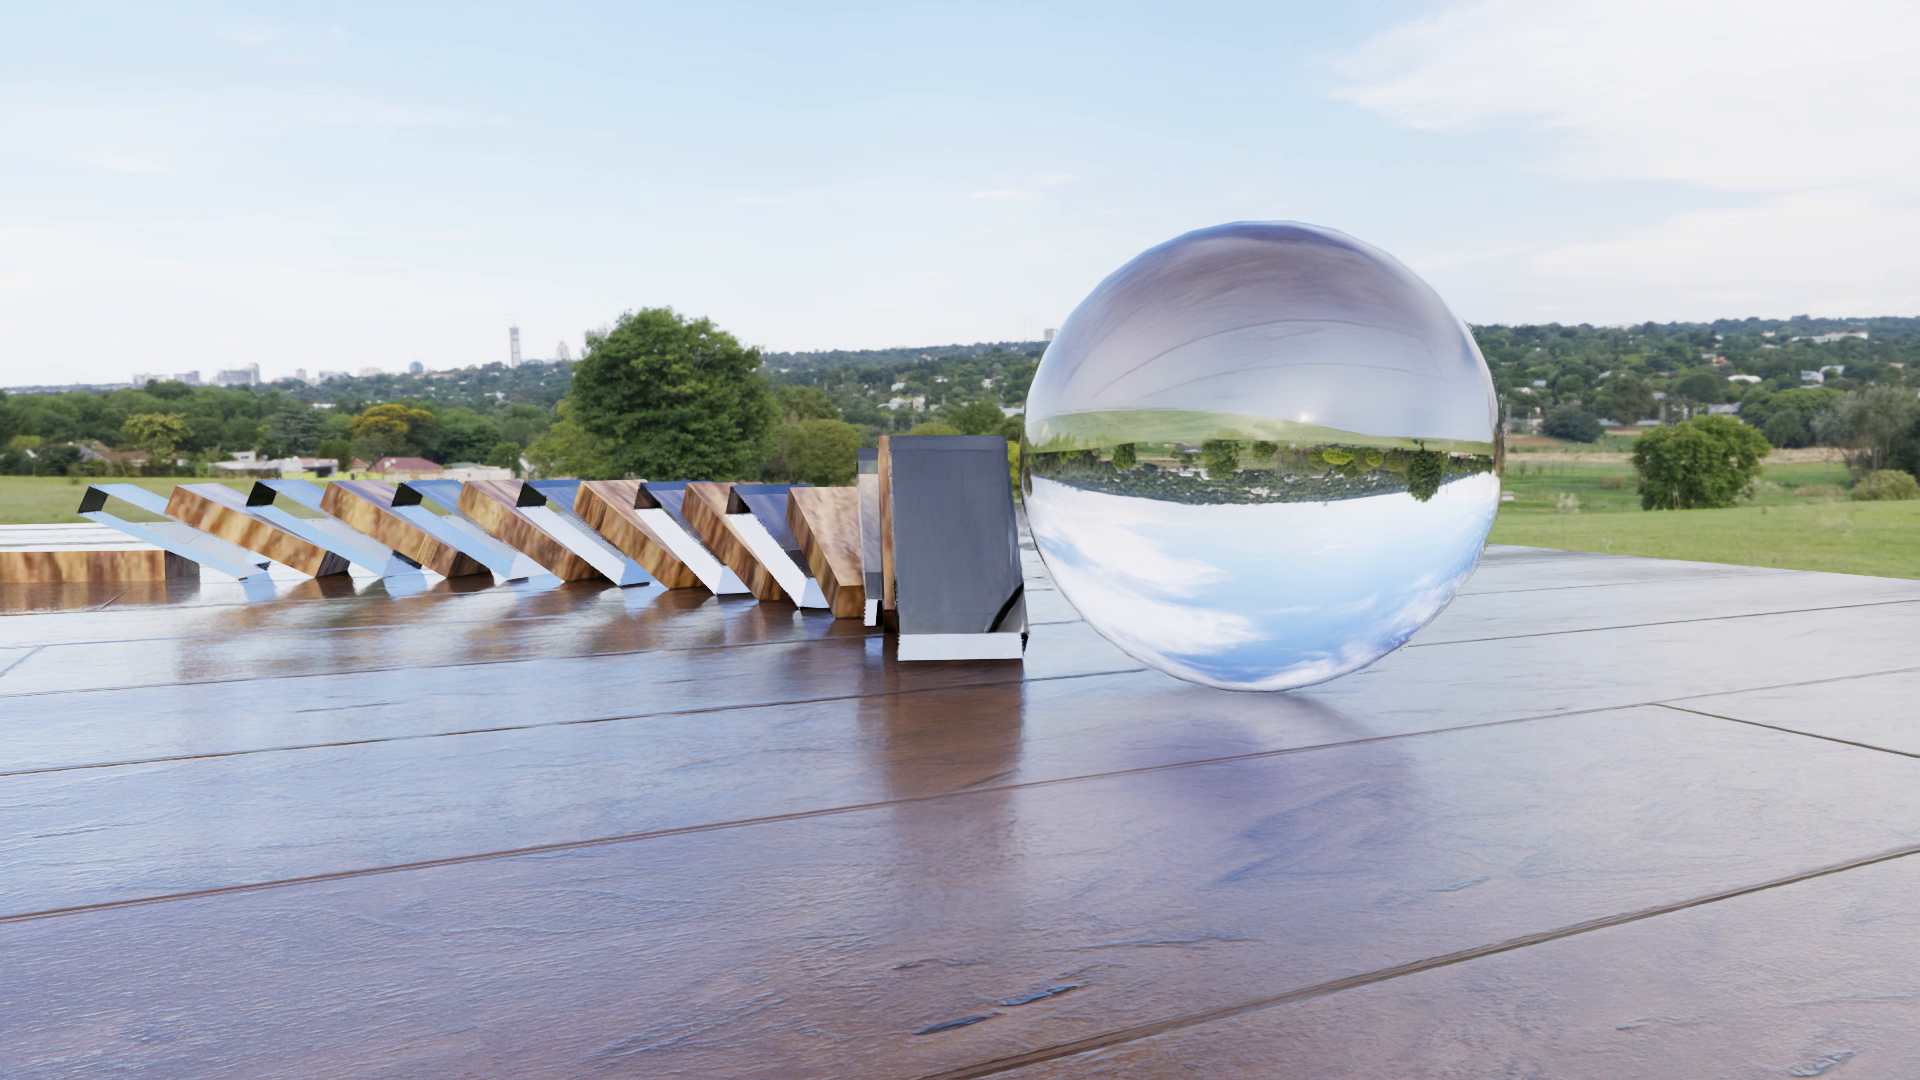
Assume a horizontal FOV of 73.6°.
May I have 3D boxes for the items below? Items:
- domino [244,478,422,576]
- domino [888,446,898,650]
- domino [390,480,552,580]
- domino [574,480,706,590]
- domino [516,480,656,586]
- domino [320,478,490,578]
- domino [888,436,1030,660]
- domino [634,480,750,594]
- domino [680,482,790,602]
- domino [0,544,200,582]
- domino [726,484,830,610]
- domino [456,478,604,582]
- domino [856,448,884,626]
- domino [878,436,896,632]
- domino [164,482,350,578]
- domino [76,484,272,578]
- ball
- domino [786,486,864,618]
[{"bbox_3d":[-0.204,-0.004,0.422,0.050,0.010,0.025,27,6,2],"label":"domino"},{"bbox_3d":[-0.002,0.000,0.277,0.025,0.050,0.010,0,-36,-6],"label":"domino"},{"bbox_3d":[-0.157,-0.004,0.420,0.050,0.010,0.025,29,13,15],"label":"domino"},{"bbox_3d":[-0.094,-0.003,0.396,0.050,0.010,0.025,34,23,30],"label":"domino"},{"bbox_3d":[-0.114,-0.003,0.406,0.050,0.010,0.025,32,19,25],"label":"domino"},{"bbox_3d":[-0.180,-0.004,0.422,0.050,0.009,0.025,27,9,8],"label":"domino"},{"bbox_3d":[-0.001,0.001,0.265,0.025,0.050,0.009,0,-36,-6],"label":"domino"},{"bbox_3d":[-0.074,-0.002,0.383,0.025,0.010,0.050,-4,33,-44],"label":"domino"},{"bbox_3d":[-0.057,-0.001,0.369,0.025,0.010,0.050,-3,32,-39],"label":"domino"},{"bbox_3d":[-0.275,0.007,0.409,0.050,0.010,0.025,-1,4,-9],"label":"domino"},{"bbox_3d":[-0.042,0.001,0.352,0.025,0.010,0.050,-3,32,-35],"label":"domino"},{"bbox_3d":[-0.135,-0.004,0.414,0.050,0.010,0.025,30,16,21],"label":"domino"},{"bbox_3d":[-0.012,-0.002,0.316,0.025,0.010,0.050,-1,48,-8],"label":"domino"},{"bbox_3d":[-0.006,-0.002,0.302,0.025,0.050,0.009,0,-36,-6],"label":"domino"},{"bbox_3d":[-0.227,-0.004,0.419,0.050,0.010,0.025,24,3,-5],"label":"domino"},{"bbox_3d":[-0.250,-0.003,0.413,0.050,0.010,0.025,24,0,-10],"label":"domino"},{"bbox_3d":[0.050,-0.014,0.220,0.080,0.080,0.080,0,4,0],"label":"ball"},{"bbox_3d":[-0.027,0.002,0.334,0.025,0.010,0.050,-2,31,-23],"label":"domino"}]
